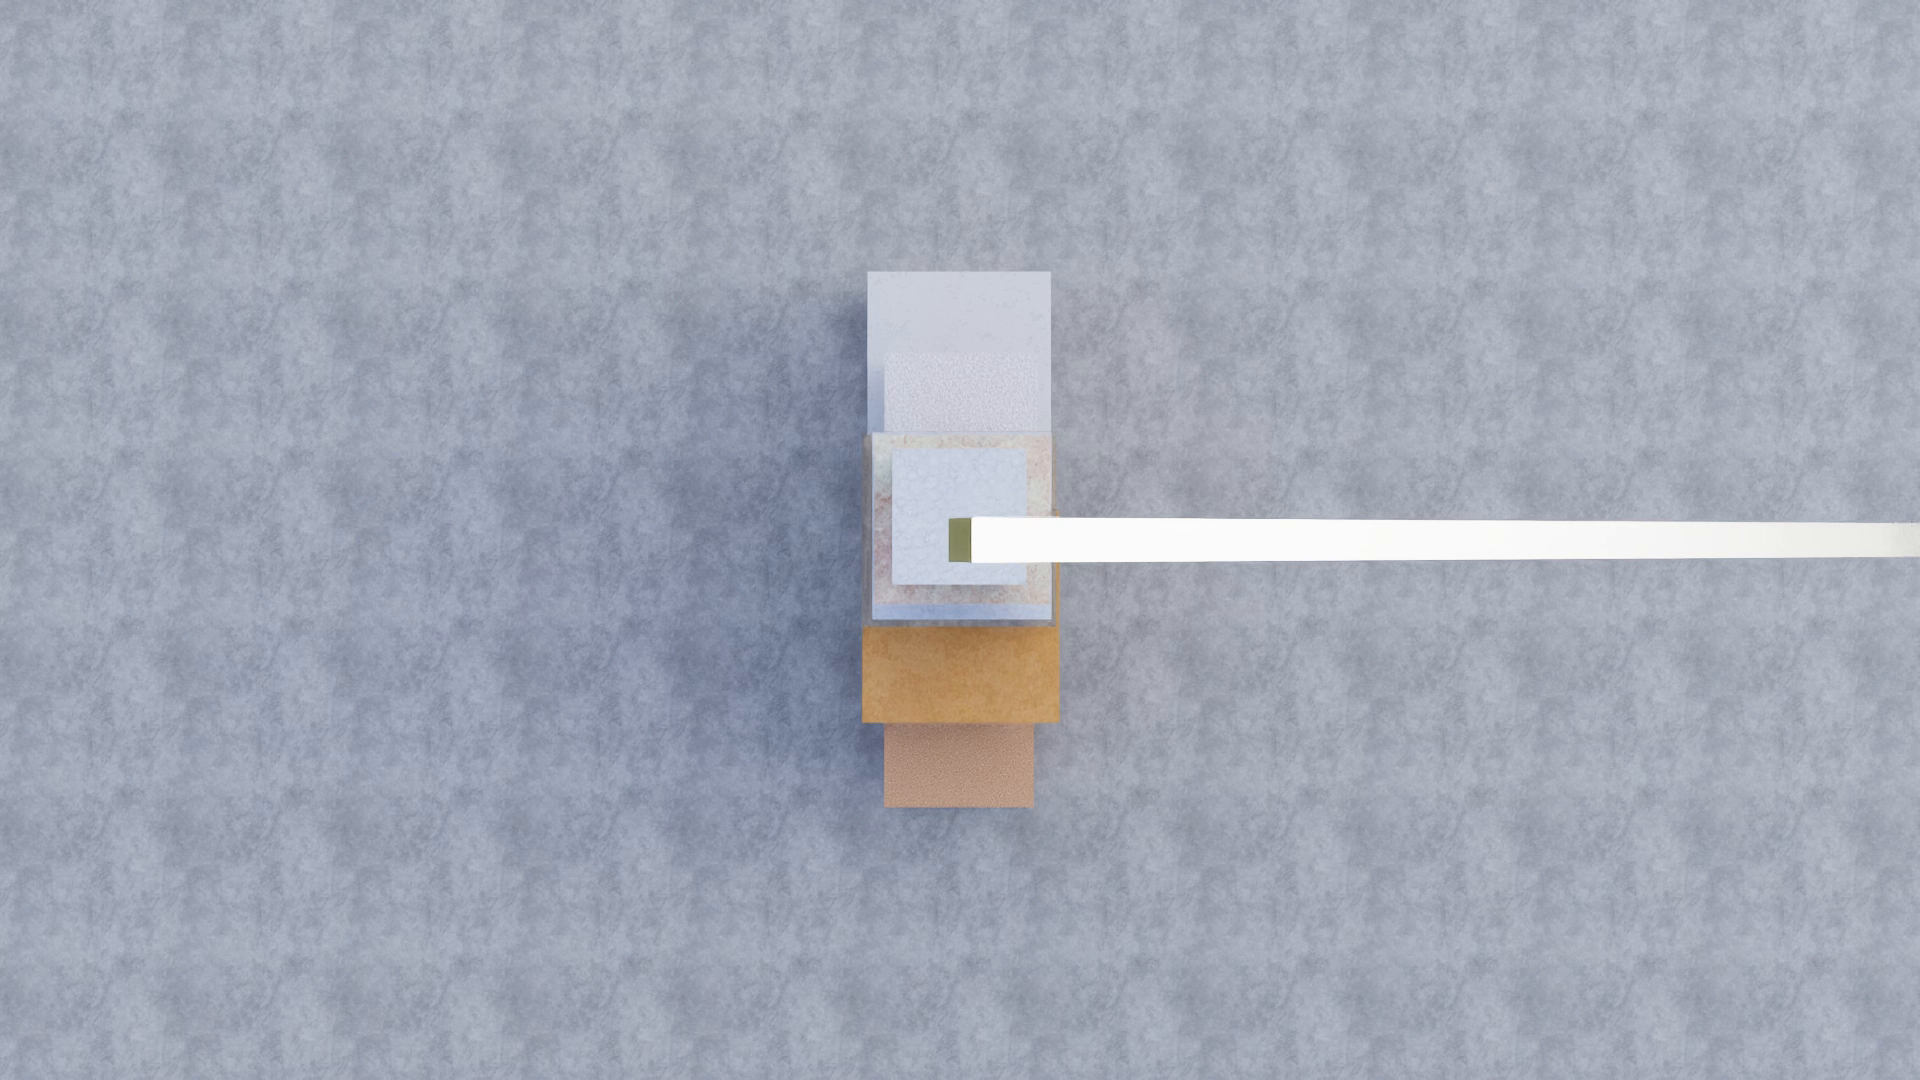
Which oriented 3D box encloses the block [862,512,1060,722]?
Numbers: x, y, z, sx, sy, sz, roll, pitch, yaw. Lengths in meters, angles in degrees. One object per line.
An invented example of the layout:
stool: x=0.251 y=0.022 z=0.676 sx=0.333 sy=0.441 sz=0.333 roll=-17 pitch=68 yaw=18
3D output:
block: x=0.004 y=0.403 z=11.639 sx=1.002 sy=0.915 sz=1.075 roll=0 pitch=89 yaw=0

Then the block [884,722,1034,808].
block: x=-0.005 y=1.063 z=12.545 sx=0.823 sy=0.910 sz=0.812 roll=0 pitch=90 yaw=0

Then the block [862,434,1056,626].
block: x=-0.004 y=-0.033 z=10.722 sx=0.907 sy=0.940 sz=0.897 roll=0 pitch=89 yaw=0

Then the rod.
rod: x=2.212 y=0.000 z=5.307 sx=5.200 sy=0.080 sz=0.080 roll=0 pitch=90 yaw=-32

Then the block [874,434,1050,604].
block: x=0.009 y=-0.075 z=8.686 sx=0.675 sy=0.571 sz=0.647 roll=0 pitch=89 yaw=0

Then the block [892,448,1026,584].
block: x=-0.002 y=-0.082 z=8.158 sx=0.483 sy=0.486 sz=0.491 roll=0 pitch=89 yaw=0

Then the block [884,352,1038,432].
block: x=0.006 y=-0.552 z=11.647 sx=0.783 sy=0.785 sz=0.816 roll=0 pitch=90 yaw=0

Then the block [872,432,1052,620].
block: x=0.008 y=-0.054 z=9.907 sx=0.779 sy=0.691 sz=0.816 roll=0 pitch=89 yaw=0

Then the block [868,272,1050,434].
block: x=-0.004 y=-0.927 z=12.520 sx=1.004 sy=0.961 sz=1.083 roll=0 pitch=90 yaw=0
